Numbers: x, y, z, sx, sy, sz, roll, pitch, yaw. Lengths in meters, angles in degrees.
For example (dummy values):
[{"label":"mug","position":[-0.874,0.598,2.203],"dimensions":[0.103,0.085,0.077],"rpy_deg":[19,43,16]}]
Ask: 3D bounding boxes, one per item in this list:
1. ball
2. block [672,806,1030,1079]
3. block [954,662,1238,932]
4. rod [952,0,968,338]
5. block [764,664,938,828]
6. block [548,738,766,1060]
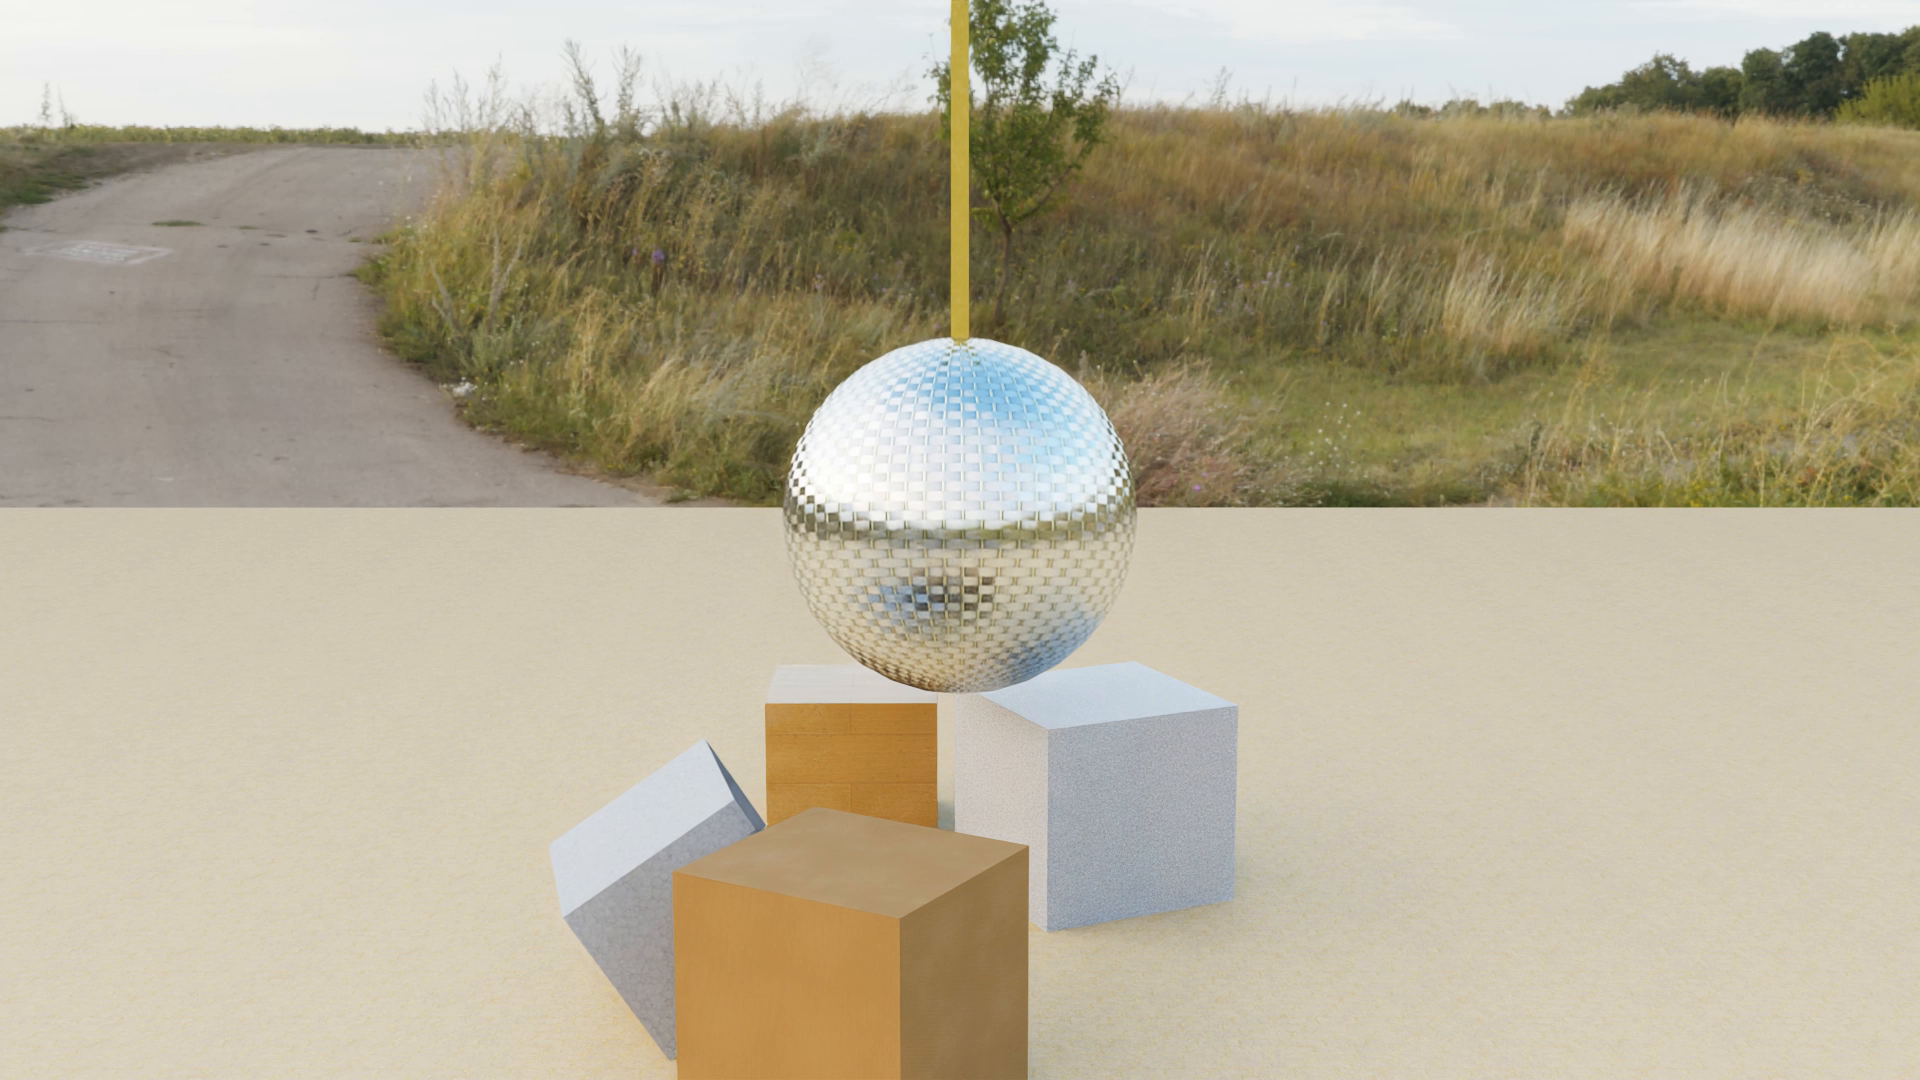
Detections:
[{"label":"ball","position":[0.000,-0.109,9.887],"dimensions":[1.600,1.600,1.600],"rpy_deg":[0,10,0]},{"label":"block","position":[-0.375,1.618,7.868],"dimensions":[0.931,1.001,0.879],"rpy_deg":[6,12,30]},{"label":"block","position":[0.629,1.184,10.426],"dimensions":[0.989,0.941,0.962],"rpy_deg":[-5,11,-25]},{"label":"rod","position":[0.000,-3.507,9.991],"dimensions":[0.080,5.200,0.080],"rpy_deg":[0,-2,0]},{"label":"block","position":[-0.543,1.107,11.372],"dimensions":[0.854,0.753,0.808],"rpy_deg":[0,10,0]},{"label":"block","position":[-1.097,1.422,8.862],"dimensions":[0.779,0.728,0.902],"rpy_deg":[-34,16,-6]}]
